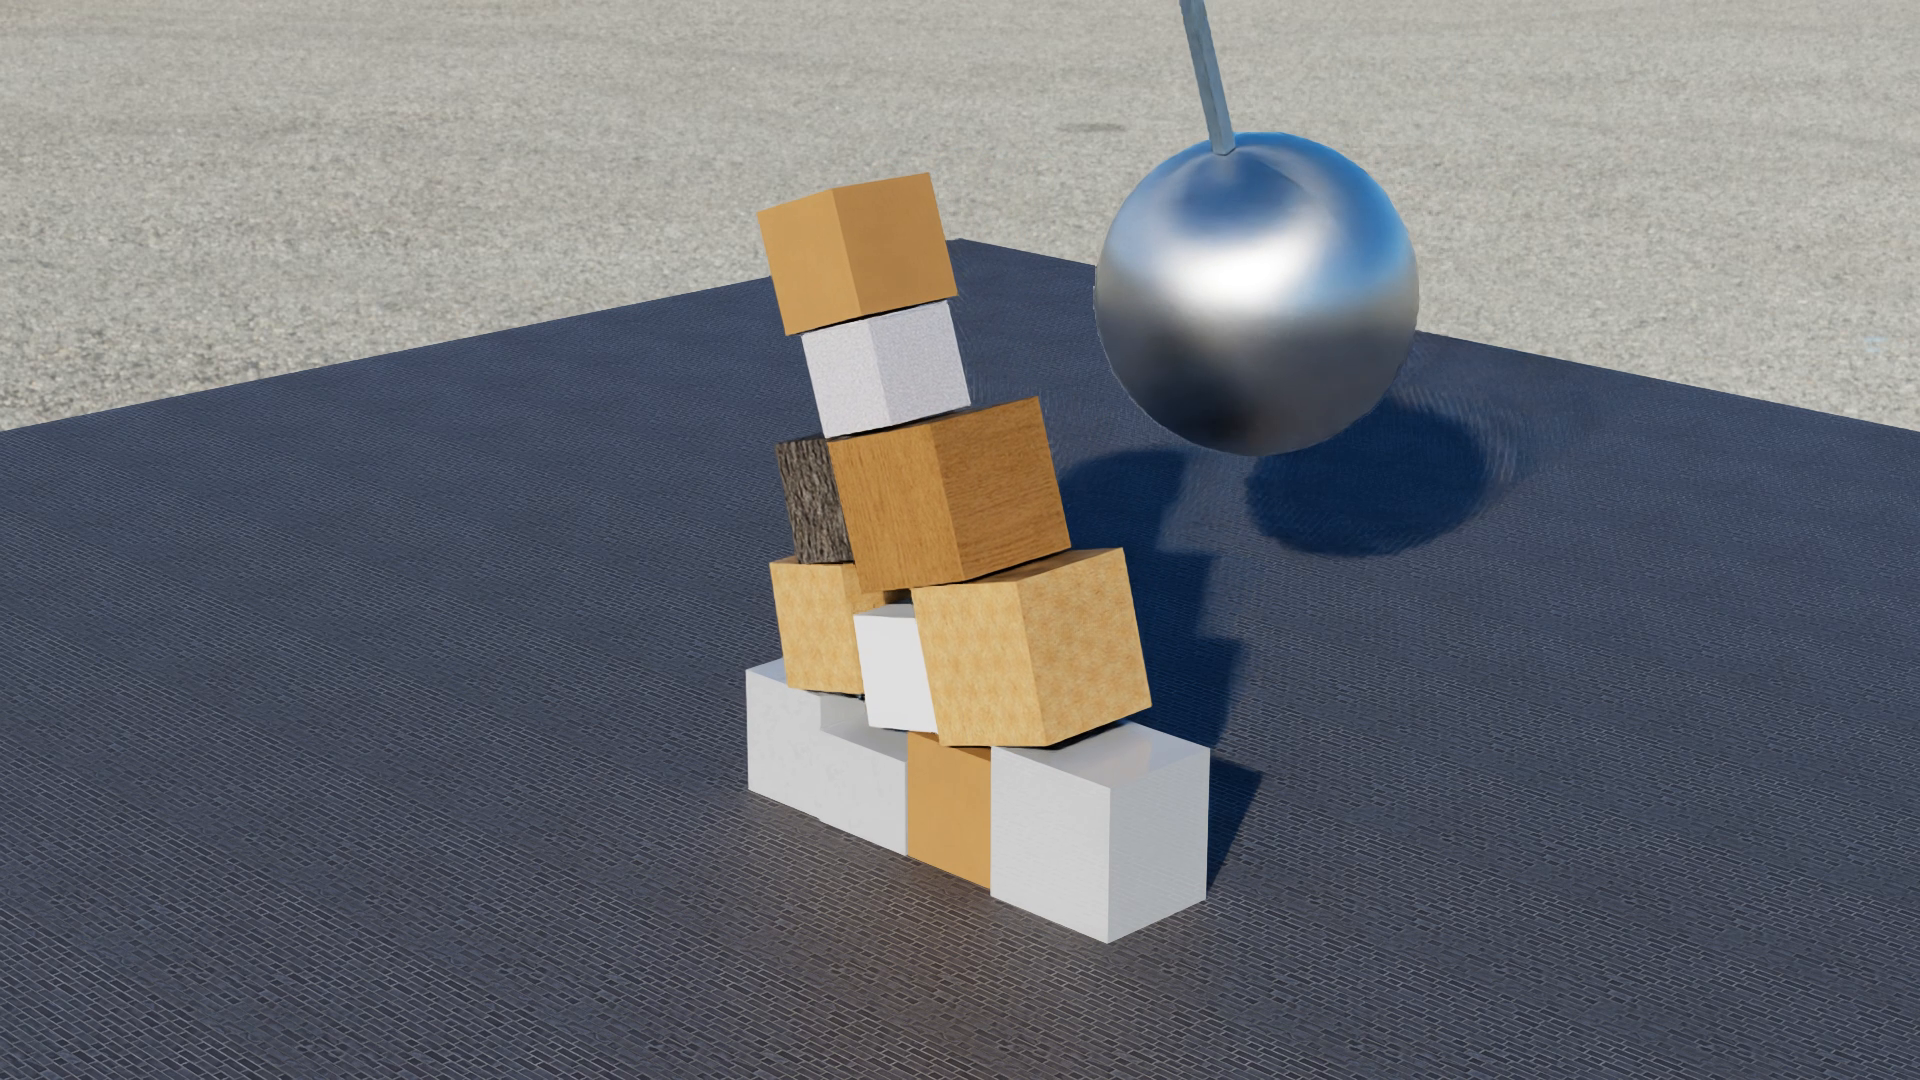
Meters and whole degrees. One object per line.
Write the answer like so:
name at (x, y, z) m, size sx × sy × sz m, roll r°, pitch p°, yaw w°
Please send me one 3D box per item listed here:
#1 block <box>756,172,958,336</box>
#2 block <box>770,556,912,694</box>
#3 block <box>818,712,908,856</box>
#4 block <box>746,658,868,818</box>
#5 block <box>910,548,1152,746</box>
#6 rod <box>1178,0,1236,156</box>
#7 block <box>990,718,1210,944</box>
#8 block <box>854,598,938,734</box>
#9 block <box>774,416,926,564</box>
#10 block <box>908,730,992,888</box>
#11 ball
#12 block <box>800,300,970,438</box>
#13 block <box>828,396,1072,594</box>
block at (-0.468, -1.309, 13.422) m, size 0.612 × 0.579 × 0.532 m, roll -16°, pitch 4°, yaw -43°
block at (-0.484, 0.354, 13.962) m, size 0.570 × 0.613 × 0.509 m, roll -17°, pitch 13°, yaw -42°
block at (-0.279, 1.131, 13.969) m, size 0.524 × 0.467 × 0.591 m, roll -17°, pitch 24°, yaw -42°
block at (-0.657, 0.927, 14.350) m, size 0.552 × 0.626 × 0.535 m, roll -17°, pitch 24°, yaw -42°
block at (0.321, 0.481, 13.185) m, size 0.691 × 0.735 × 0.683 m, roll -17°, pitch 9°, yaw -42°
rod at (0.636, -4.009, 12.748) m, size 0.080 × 5.200 × 0.080 m, roll 17°, pitch 44°, yaw 42°
block at (0.623, 1.264, 13.107) m, size 0.711 × 0.728 × 0.658 m, roll 17°, pitch 24°, yaw 42°
block at (-0.097, 0.560, 13.632) m, size 0.523 × 0.533 × 0.511 m, roll -16°, pitch 12°, yaw -42°
block at (-0.459, -0.238, 13.738) m, size 0.553 × 0.573 × 0.462 m, roll -17°, pitch 9°, yaw -42°
block at (0.145, 1.182, 13.550) m, size 0.516 × 0.621 × 0.574 m, roll -17°, pitch 24°, yaw -42°
ball at (1.467, -1.214, 14.498) m, size 1.600 × 1.600 × 1.600 m, roll 0°, pitch 17°, yaw 0°
block at (-0.339, -0.782, 13.437) m, size 0.508 × 0.490 × 0.465 m, roll -17°, pitch 6°, yaw -43°
block at (-0.047, -0.203, 13.303) m, size 0.685 × 0.704 × 0.698 m, roll -17°, pitch 6°, yaw -42°
